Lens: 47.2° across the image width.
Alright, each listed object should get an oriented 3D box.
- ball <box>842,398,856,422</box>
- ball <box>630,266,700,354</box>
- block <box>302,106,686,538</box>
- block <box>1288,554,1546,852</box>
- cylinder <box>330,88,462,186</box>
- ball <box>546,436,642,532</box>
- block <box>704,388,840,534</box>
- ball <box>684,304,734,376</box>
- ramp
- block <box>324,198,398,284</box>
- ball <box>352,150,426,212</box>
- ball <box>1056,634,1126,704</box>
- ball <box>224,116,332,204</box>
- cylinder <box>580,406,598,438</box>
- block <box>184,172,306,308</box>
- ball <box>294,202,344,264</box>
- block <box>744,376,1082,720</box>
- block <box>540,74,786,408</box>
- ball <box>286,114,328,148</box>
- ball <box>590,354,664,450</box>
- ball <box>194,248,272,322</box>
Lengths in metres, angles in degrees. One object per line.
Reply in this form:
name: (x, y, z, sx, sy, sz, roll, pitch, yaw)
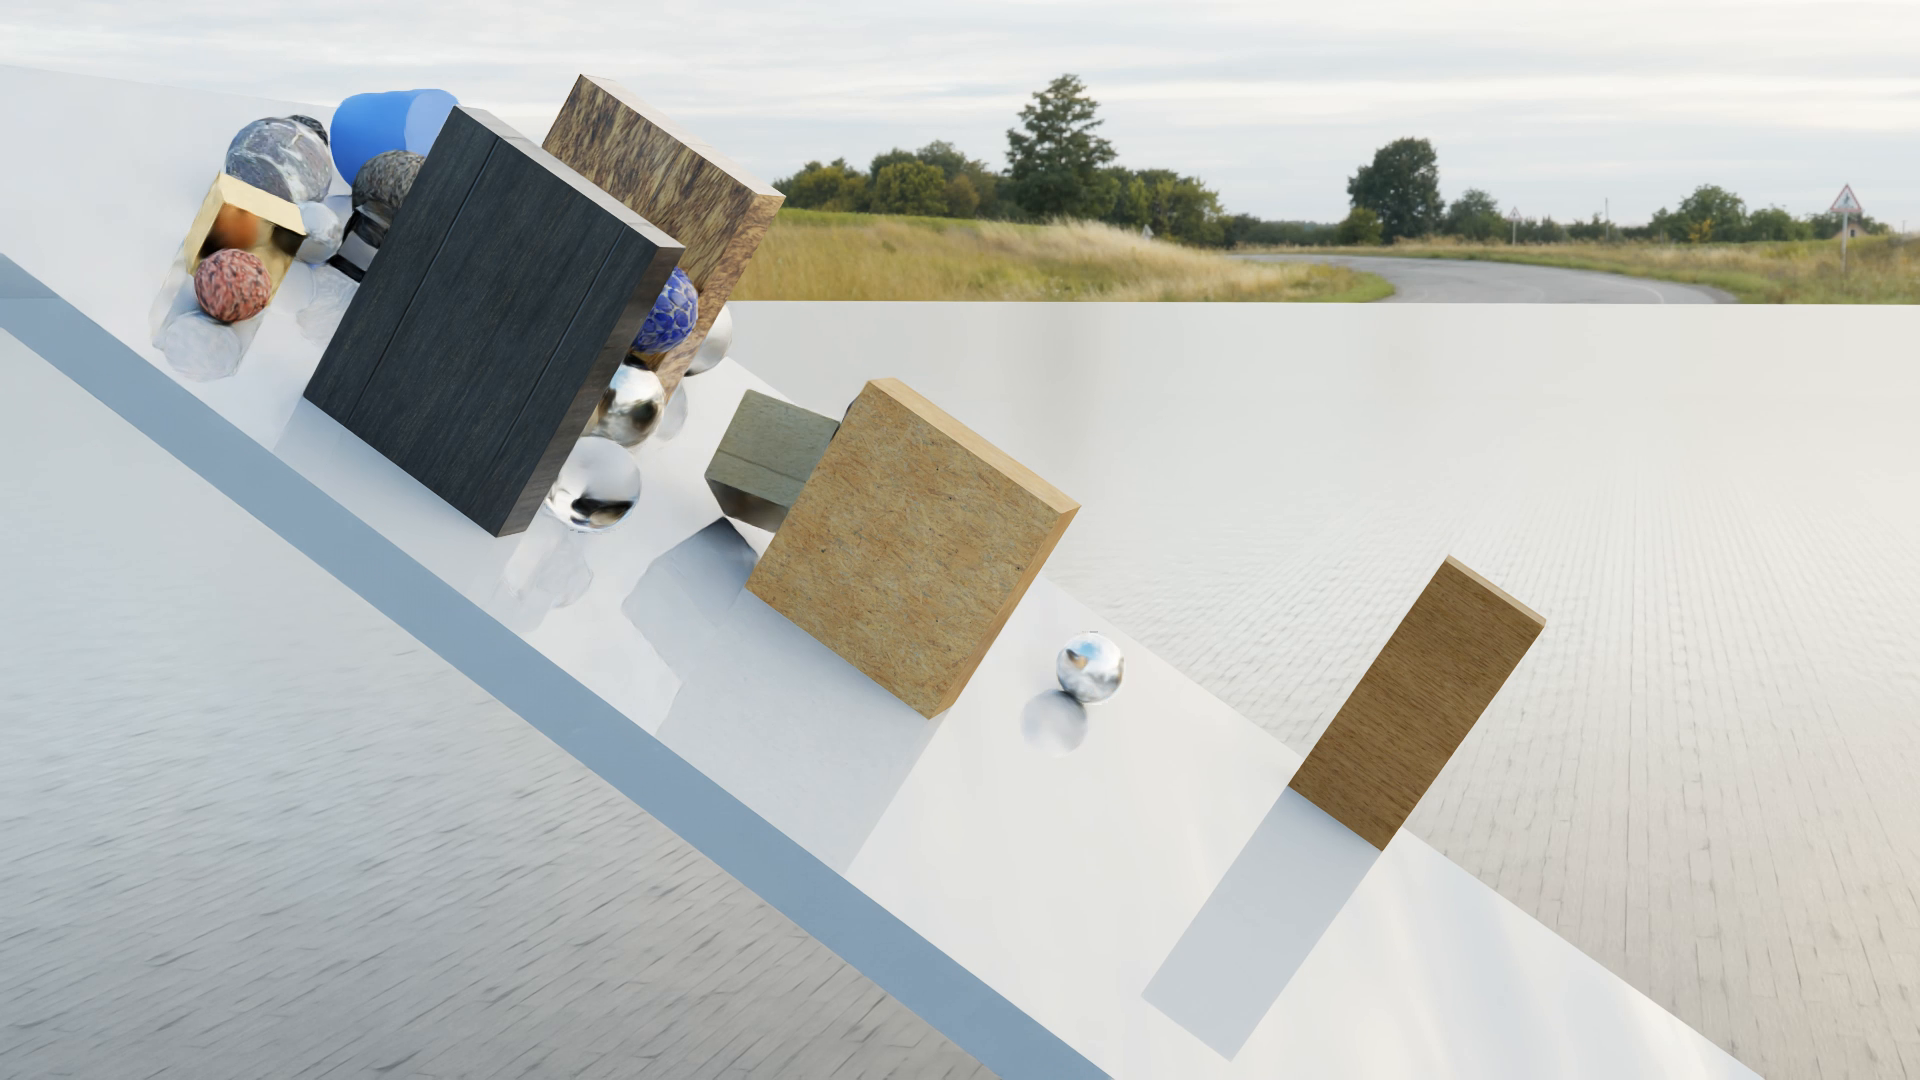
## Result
ball: (-0.146, -0.206, 4.040, 0.142, 0.142, 0.142, 0, 7, 0)
ball: (-0.581, -0.439, 4.136, 0.179, 0.179, 0.179, 0, 7, 0)
block: (-0.744, -0.344, 3.485, 0.408, 0.539, 0.099, 35, 15, 10)
block: (0.955, 0.342, 4.610, 0.240, 0.584, 0.105, 35, 15, 10)
cylinder: (-1.186, -0.848, 4.672, 0.208, 0.208, 0.208, 3, 7, 28)
ball: (-0.614, -0.093, 3.679, 0.162, 0.162, 0.162, 0, 7, 0)
block: (-0.334, -0.132, 4.098, 0.189, 0.189, 0.189, 20, -18, 13)
ball: (-0.597, -0.459, 4.796, 0.204, 0.204, 0.204, 0, 7, 0)
ramp: (-0.139, 0.231, 4.105, 4.000, 0.100, 2.000, 35, 15, 10)
block: (-1.116, -0.562, 4.217, 0.122, 0.122, 0.122, 34, 18, -8)
ball: (-1.109, -0.678, 4.364, 0.191, 0.191, 0.191, 0, 7, 0)
ball: (0.259, 0.254, 4.364, 0.139, 0.139, 0.139, 0, 7, 0)
ball: (-1.287, -0.701, 4.157, 0.195, 0.195, 0.195, 0, 7, 0)
cylinder: (-0.738, -0.233, 3.922, 0.135, 0.135, 0.135, 3, 4, 23)
block: (-1.242, -0.522, 3.815, 0.146, 0.146, 0.146, 23, 18, -31)
ball: (-1.212, -0.575, 4.109, 0.115, 0.115, 0.115, 0, 7, 0)
block: (-0.085, 0.011, 3.870, 0.409, 0.437, 0.144, 35, 15, 10)
block: (-0.677, -0.576, 4.378, 0.438, 0.529, 0.147, 35, 15, 10)
ball: (-1.378, -0.832, 4.594, 0.115, 0.115, 0.115, 0, 7, 0)
ball: (-0.644, -0.258, 4.098, 0.186, 0.186, 0.186, 0, 7, 0)
ball: (-1.200, -0.420, 3.629, 0.121, 0.121, 0.121, 0, 7, 0)
